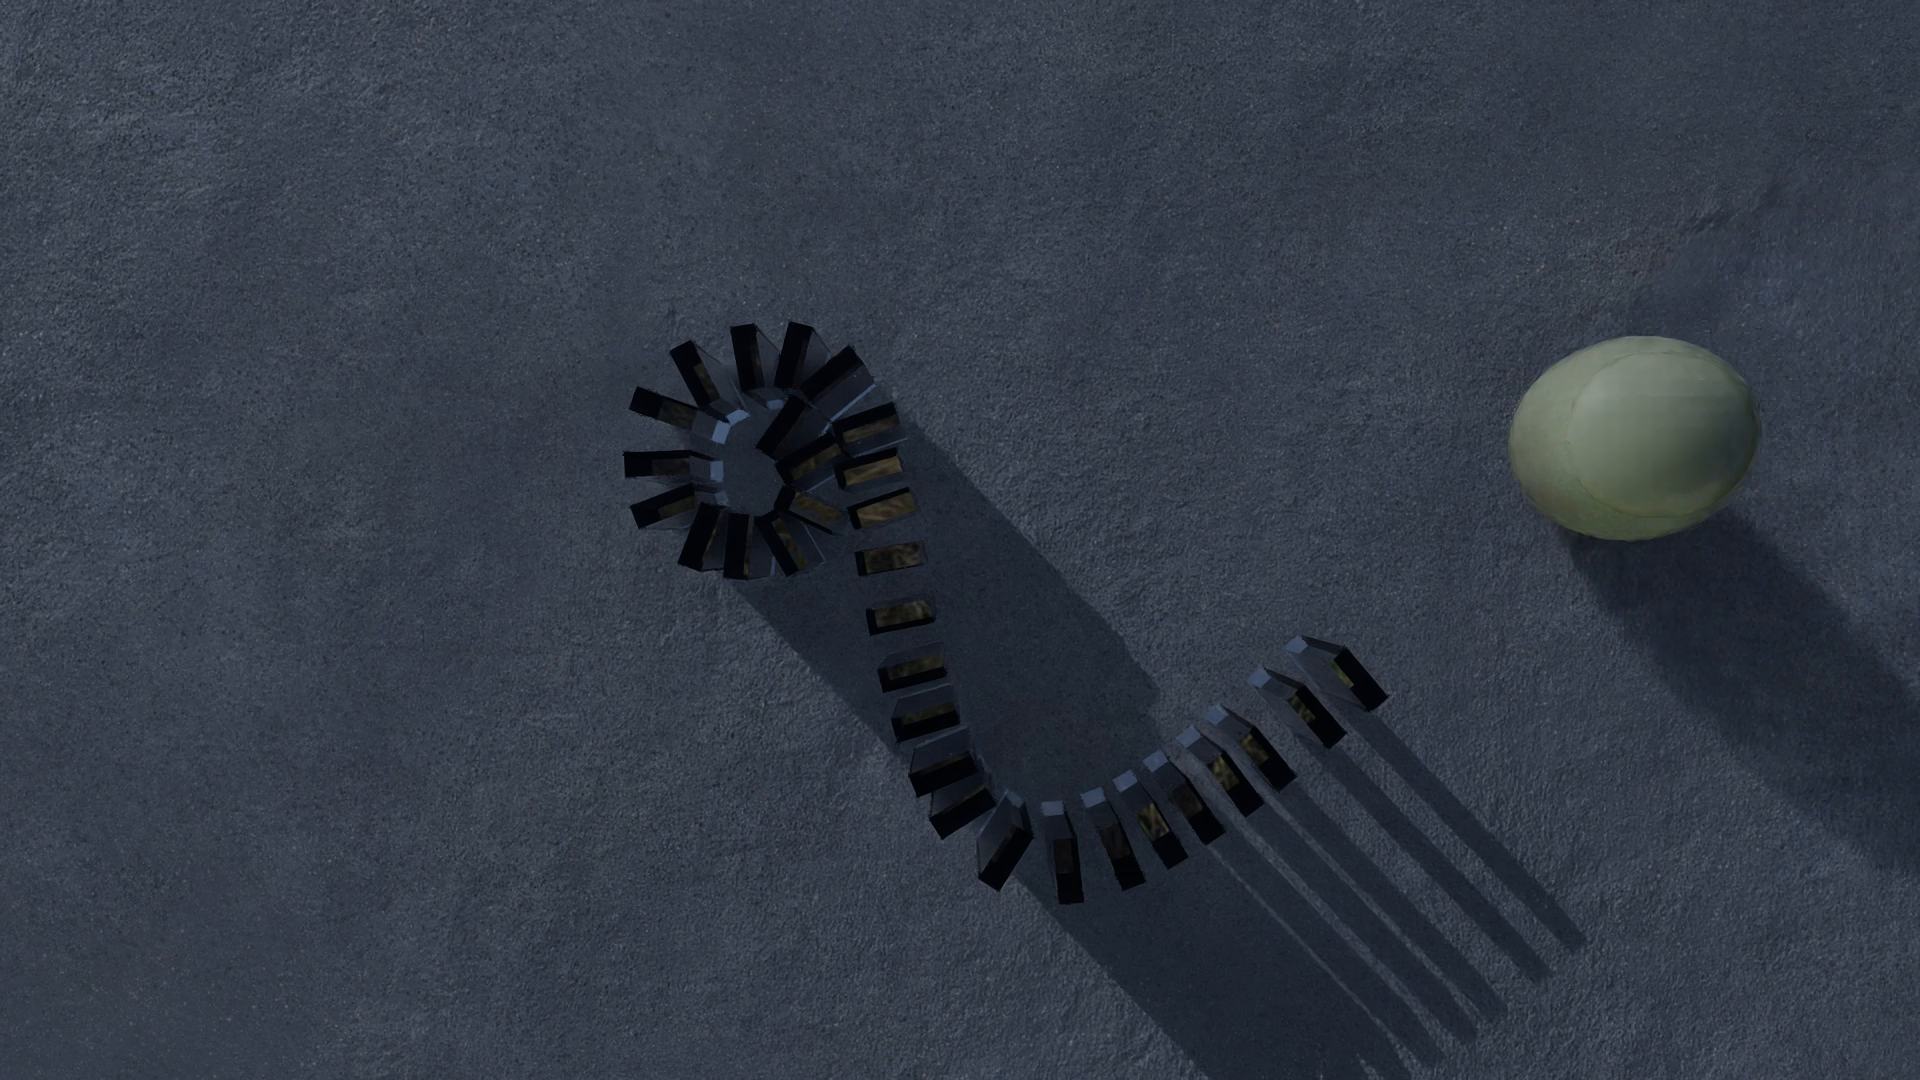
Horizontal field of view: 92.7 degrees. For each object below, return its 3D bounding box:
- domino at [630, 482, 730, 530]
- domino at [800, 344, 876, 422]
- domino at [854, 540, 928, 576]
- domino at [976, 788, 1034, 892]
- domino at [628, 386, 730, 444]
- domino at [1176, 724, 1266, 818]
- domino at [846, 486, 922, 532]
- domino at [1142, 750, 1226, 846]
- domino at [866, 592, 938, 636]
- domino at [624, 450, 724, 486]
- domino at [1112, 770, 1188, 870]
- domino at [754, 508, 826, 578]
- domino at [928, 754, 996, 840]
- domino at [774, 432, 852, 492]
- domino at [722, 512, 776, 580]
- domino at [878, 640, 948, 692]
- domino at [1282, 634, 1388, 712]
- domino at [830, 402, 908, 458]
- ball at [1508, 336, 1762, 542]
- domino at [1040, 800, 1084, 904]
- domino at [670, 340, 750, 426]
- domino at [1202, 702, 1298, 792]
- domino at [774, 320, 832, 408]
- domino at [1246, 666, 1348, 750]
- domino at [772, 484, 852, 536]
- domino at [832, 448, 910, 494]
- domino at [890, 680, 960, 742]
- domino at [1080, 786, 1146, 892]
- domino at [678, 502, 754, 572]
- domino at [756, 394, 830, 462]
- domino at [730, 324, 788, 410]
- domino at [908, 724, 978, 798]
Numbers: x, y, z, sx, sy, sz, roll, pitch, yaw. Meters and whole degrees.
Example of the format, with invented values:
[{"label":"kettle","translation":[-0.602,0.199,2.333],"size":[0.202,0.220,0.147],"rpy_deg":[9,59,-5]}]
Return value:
[{"label":"domino","translation":[-0.113,-0.013,0.375],"size":[0.025,0.050,0.010],"rpy_deg":[-21,90,0]},{"label":"domino","translation":[-0.049,-0.063,0.375],"size":[0.025,0.050,0.009],"rpy_deg":[-39,90,0]},{"label":"domino","translation":[-0.027,0.007,0.375],"size":[0.025,0.050,0.010],"rpy_deg":[-10,90,0]},{"label":"domino","translation":[0.018,0.121,0.375],"size":[0.009,0.050,0.025],"rpy_deg":[33,90,0]},{"label":"domino","translation":[-0.113,-0.050,0.375],"size":[0.025,0.050,0.009],"rpy_deg":[19,90,0]},{"label":"domino","translation":[0.105,0.093,0.375],"size":[0.010,0.050,0.025],"rpy_deg":[-37,90,0]},{"label":"domino","translation":[-0.030,-0.012,0.375],"size":[0.025,0.050,0.009],"rpy_deg":[-19,90,0]},{"label":"domino","translation":[0.091,0.104,0.375],"size":[0.009,0.050,0.025],"rpy_deg":[-35,90,0]},{"label":"domino","translation":[-0.023,0.030,0.375],"size":[0.025,0.050,0.009],"rpy_deg":[-11,90,0]},{"label":"domino","translation":[-0.116,-0.029,0.375],"size":[0.025,0.050,0.010],"rpy_deg":[-2,90,0]},{"label":"domino","translation":[0.077,0.113,0.375],"size":[0.009,0.050,0.025],"rpy_deg":[-31,90,0]},{"label":"domino","translation":[-0.068,0.001,0.375],"size":[0.009,0.050,0.025],"rpy_deg":[-30,90,0]},{"label":"domino","translation":[0.001,0.104,0.375],"size":[0.025,0.050,0.010],"rpy_deg":[-33,90,0]},{"label":"domino","translation":[-0.058,-0.031,0.375],"size":[0.025,0.050,0.010],"rpy_deg":[-31,90,0]},{"label":"domino","translation":[-0.085,0.003,0.375],"size":[0.010,0.050,0.025],"rpy_deg":[6,90,0]},{"label":"domino","translation":[-0.018,0.051,0.375],"size":[0.025,0.050,0.010],"rpy_deg":[-15,90,0]},{"label":"domino","translation":[0.152,0.054,0.375],"size":[0.009,0.050,0.025],"rpy_deg":[-40,90,0]},{"label":"domino","translation":[-0.036,-0.044,0.375],"size":[0.025,0.050,0.010],"rpy_deg":[-19,90,0]},{"label":"ball","translation":[0.262,-0.039,0.360],"size":[0.080,0.080,0.080],"rpy_deg":[0,90,0]},{"label":"domino","translation":[0.041,0.127,0.375],"size":[0.009,0.050,0.025],"rpy_deg":[-6,90,0]},{"label":"domino","translation":[-0.101,-0.063,0.375],"size":[0.009,0.050,0.025],"rpy_deg":[-28,90,0]},{"label":"domino","translation":[0.117,0.084,0.375],"size":[0.009,0.050,0.025],"rpy_deg":[-40,90,0]},{"label":"domino","translation":[-0.064,-0.070,0.375],"size":[0.010,0.050,0.025],"rpy_deg":[14,90,0]},{"label":"domino","translation":[0.136,0.068,0.375],"size":[0.009,0.050,0.025],"rpy_deg":[-41,90,0]},{"label":"domino","translation":[-0.058,-0.011,0.375],"size":[0.025,0.050,0.009],"rpy_deg":[26,90,0]},{"label":"domino","translation":[-0.035,-0.028,0.375],"size":[0.025,0.050,0.010],"rpy_deg":[-15,90,0]},{"label":"domino","translation":[-0.013,0.069,0.375],"size":[0.025,0.050,0.009],"rpy_deg":[-17,90,0]},{"label":"domino","translation":[0.062,0.121,0.375],"size":[0.009,0.050,0.025],"rpy_deg":[-23,90,0]},{"label":"domino","translation":[-0.099,-0.001,0.375],"size":[0.010,0.050,0.025],"rpy_deg":[21,90,0]},{"label":"domino","translation":[-0.067,-0.043,0.375],"size":[0.009,0.050,0.025],"rpy_deg":[35,90,0]},{"label":"domino","translation":[-0.081,-0.070,0.375],"size":[0.010,0.050,0.025],"rpy_deg":[-10,90,0]},{"label":"domino","translation":[-0.006,0.089,0.375],"size":[0.025,0.050,0.009],"rpy_deg":[-23,90,0]}]
